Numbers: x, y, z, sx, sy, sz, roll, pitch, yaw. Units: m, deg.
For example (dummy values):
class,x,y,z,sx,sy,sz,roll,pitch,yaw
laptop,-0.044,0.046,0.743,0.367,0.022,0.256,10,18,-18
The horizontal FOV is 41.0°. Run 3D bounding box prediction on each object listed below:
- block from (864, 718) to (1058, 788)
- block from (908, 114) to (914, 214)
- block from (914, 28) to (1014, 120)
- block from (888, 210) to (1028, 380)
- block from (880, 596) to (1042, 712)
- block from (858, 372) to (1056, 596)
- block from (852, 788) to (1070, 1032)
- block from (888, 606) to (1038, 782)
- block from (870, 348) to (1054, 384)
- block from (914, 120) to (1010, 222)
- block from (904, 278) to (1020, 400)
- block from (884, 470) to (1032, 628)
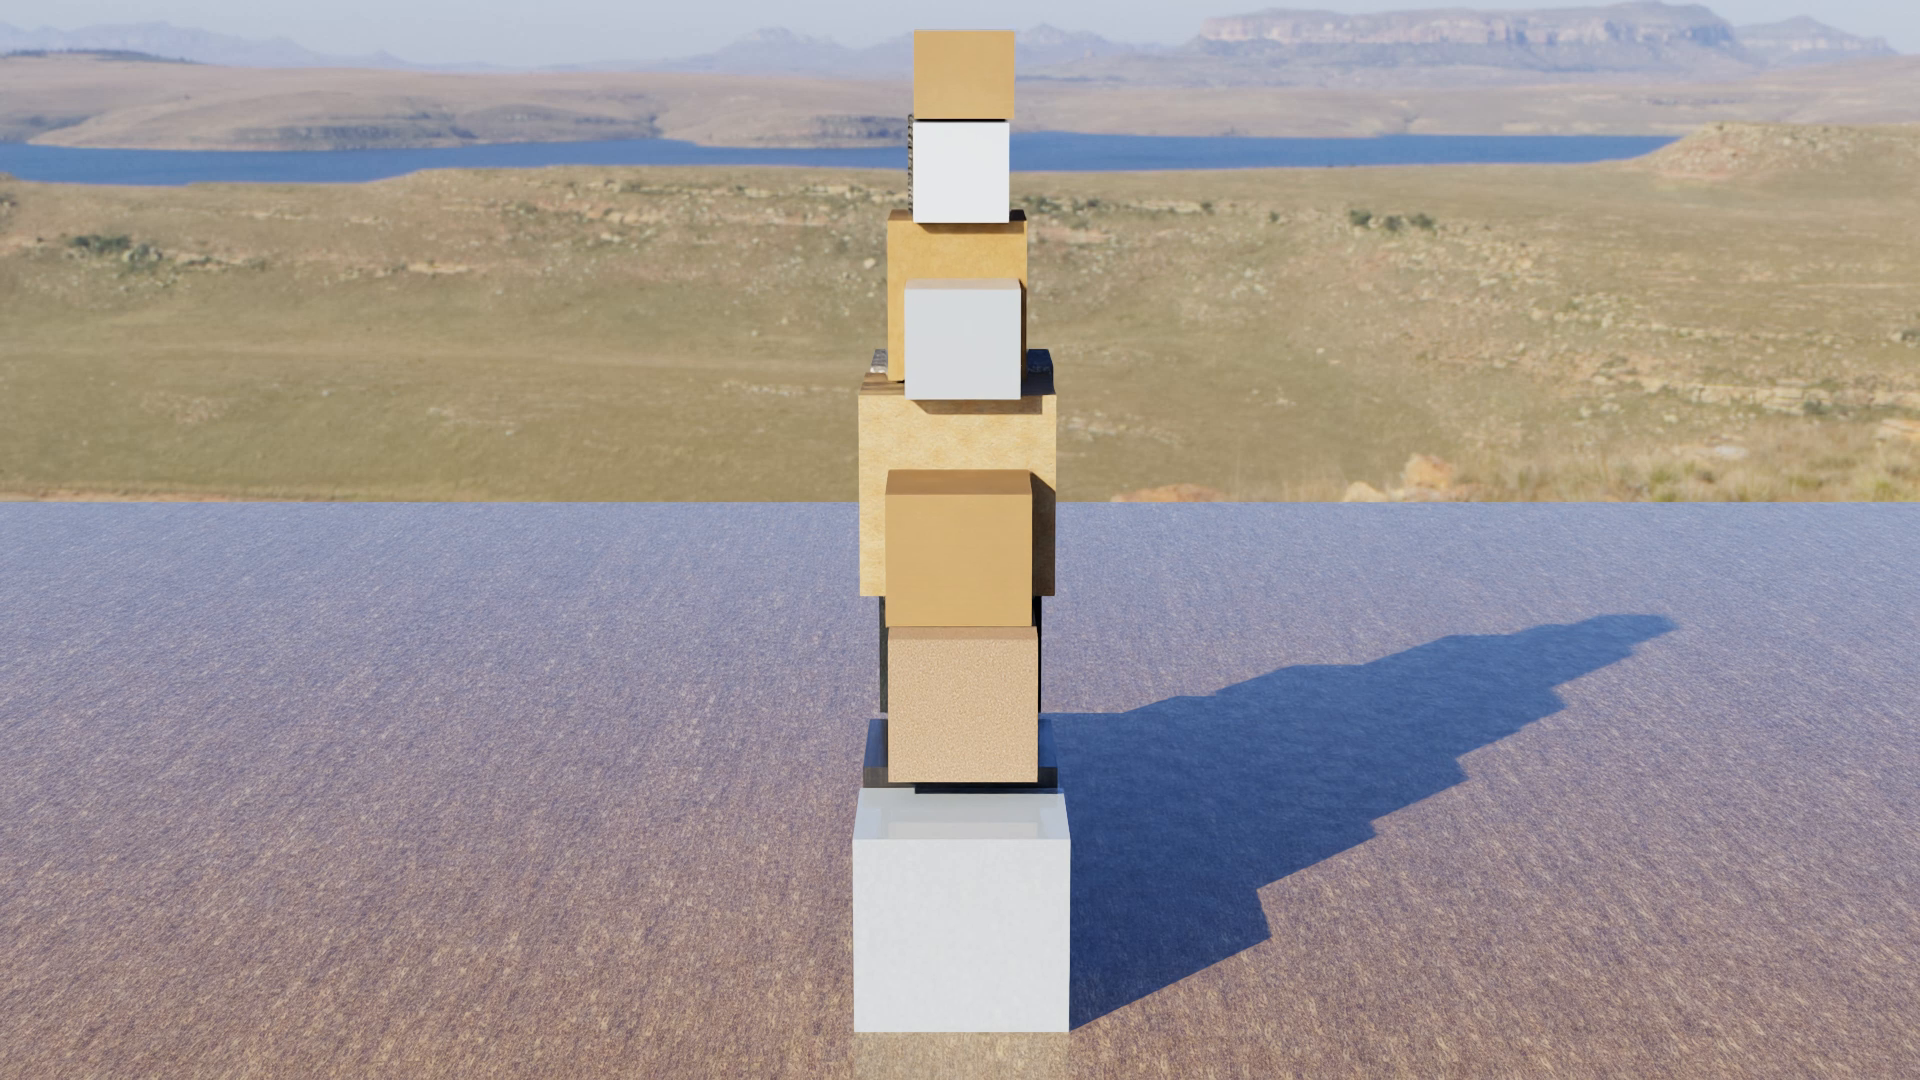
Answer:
class,x,y,z,sx,sy,sz,roll,pitch,yaw
block,0.001,1.228,10.513,0.763,0.823,0.765,0,10,0
block,-0.015,-1.627,11.078,0.413,0.412,0.397,0,11,0
block,0.017,-1.962,10.787,0.416,0.360,0.402,0,12,0
block,-0.011,-1.059,10.980,0.577,0.662,0.696,0,11,0
block,0.002,0.316,11.847,0.729,0.819,0.671,0,11,0
block,-0.010,-0.250,10.812,0.797,0.824,0.814,0,10,0
block,0.006,1.400,9.796,0.797,0.741,0.689,0,10,0
block,0.011,0.597,10.109,0.571,0.561,0.620,0,11,0
block,0.009,-0.435,11.538,0.795,0.773,0.677,0,11,0
block,0.005,-1.539,10.666,0.390,0.400,0.425,0,11,0
block,0.011,-0.823,10.423,0.460,0.439,0.489,0,11,0
block,-0.006,0.026,10.162,0.566,0.526,0.521,0,12,0
